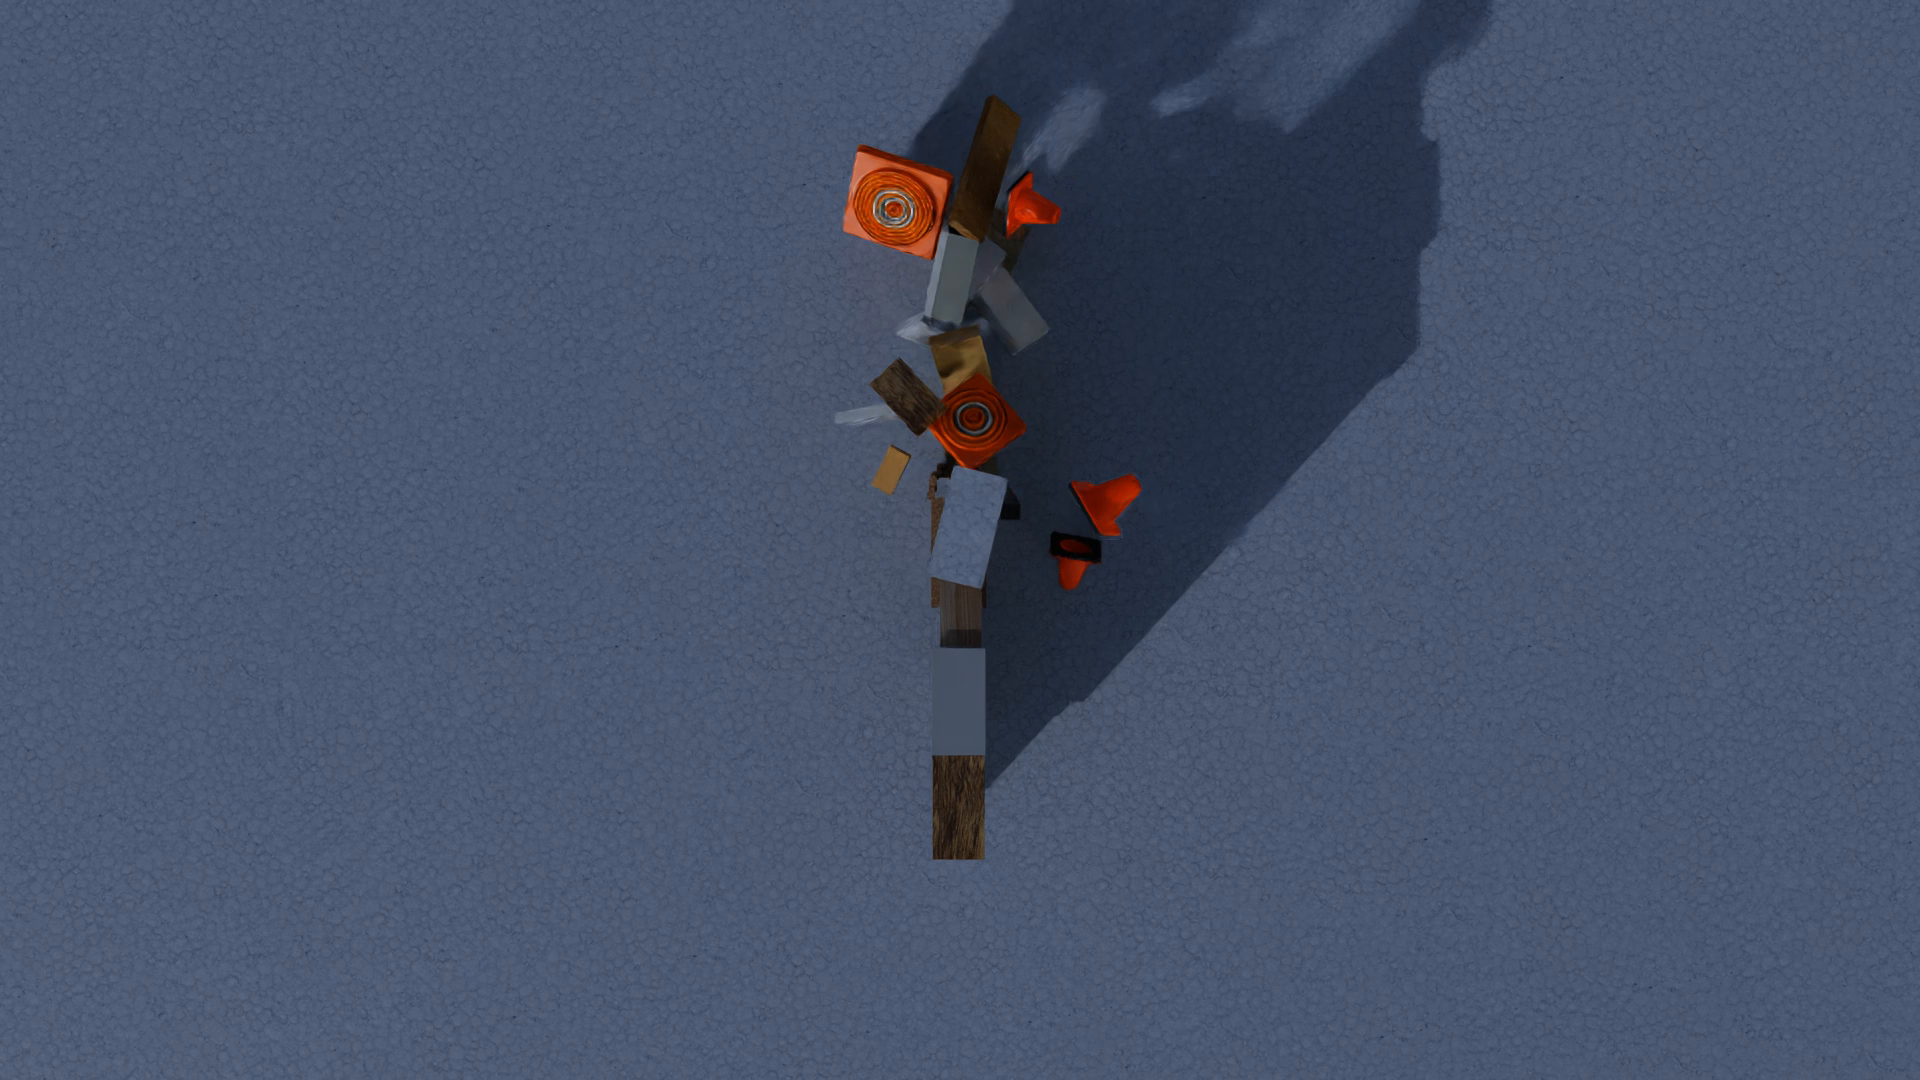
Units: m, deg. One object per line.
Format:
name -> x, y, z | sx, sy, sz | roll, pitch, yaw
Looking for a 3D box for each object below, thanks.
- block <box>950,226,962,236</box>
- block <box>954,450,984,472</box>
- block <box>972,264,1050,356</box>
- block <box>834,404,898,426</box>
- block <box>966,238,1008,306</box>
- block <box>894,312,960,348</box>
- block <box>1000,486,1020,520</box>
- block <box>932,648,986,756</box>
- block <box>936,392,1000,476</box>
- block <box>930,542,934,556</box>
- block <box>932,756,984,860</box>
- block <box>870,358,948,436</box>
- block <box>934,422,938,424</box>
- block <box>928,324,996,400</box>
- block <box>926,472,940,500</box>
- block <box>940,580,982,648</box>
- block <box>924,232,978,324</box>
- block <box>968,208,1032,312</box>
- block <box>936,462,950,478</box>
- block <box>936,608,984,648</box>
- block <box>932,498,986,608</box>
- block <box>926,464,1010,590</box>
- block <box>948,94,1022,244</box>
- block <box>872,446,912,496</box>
block -> -0.004, -0.986, 5.492 | 0.058, 0.016, 0.116 | -1, 90, 0
block -> 0.031, -0.221, 5.089 | 0.072, 0.145, 0.021 | -3, 133, -10
block -> 0.135, -0.771, 5.344 | 0.163, 0.046, 0.326 | -36, 89, -38
block -> -0.259, -0.404, 5.274 | 0.254, 0.127, 0.036 | -7, 88, 31
block -> 0.023, -0.856, 5.262 | 0.130, 0.037, 0.260 | 38, 71, -3
block -> -0.110, -0.682, 5.358 | 0.127, 0.254, 0.036 | 21, 81, -20
block -> 0.078, -0.123, 4.971 | 0.164, 0.373, 0.046 | 0, 103, -5
block -> -0.004, 0.472, 4.831 | 0.156, 0.044, 0.311 | 0, 90, 0
block -> 0.024, -0.299, 5.175 | 0.150, 0.043, 0.301 | -14, 91, -2
block -> -0.005, 0.039, 4.945 | 0.164, 0.328, 0.046 | 0, 93, 0
block -> -0.004, 0.785, 4.862 | 0.153, 0.043, 0.305 | 0, 90, 0
block -> -0.161, -0.445, 5.125 | 0.127, 0.036, 0.254 | -42, 56, 1
block -> -0.010, -0.396, 5.349 | 0.150, 0.301, 0.043 | 1, 94, 0
block -> 0.008, -0.567, 5.343 | 0.163, 0.326, 0.046 | -15, 61, 2
block -> -0.084, -0.170, 5.130 | 0.021, 0.145, 0.072 | 10, 98, 0
block -> 0.002, 0.194, 4.849 | 0.121, 0.034, 0.243 | 0, 91, 0
block -> -0.027, -0.804, 5.068 | 0.130, 0.037, 0.260 | 6, 99, -44
block -> 0.095, -0.920, 5.445 | 0.163, 0.046, 0.326 | 25, 86, -15
block -> -0.001, -0.215, 5.348 | 0.150, 0.301, 0.043 | 10, 92, -1
block -> 0.001, 0.342, 5.185 | 0.147, 0.042, 0.294 | 0, 90, 0
block -> -0.004, 0.041, 5.134 | 0.170, 0.048, 0.340 | 0, 90, 0
block -> 0.022, -0.038, 4.756 | 0.164, 0.046, 0.328 | 14, 91, 0
block -> 0.081, -1.193, 5.307 | 0.130, 0.037, 0.500 | 32, 63, -34
block -> -0.214, -0.218, 5.163 | 0.072, 0.021, 0.145 | 29, 114, 4
